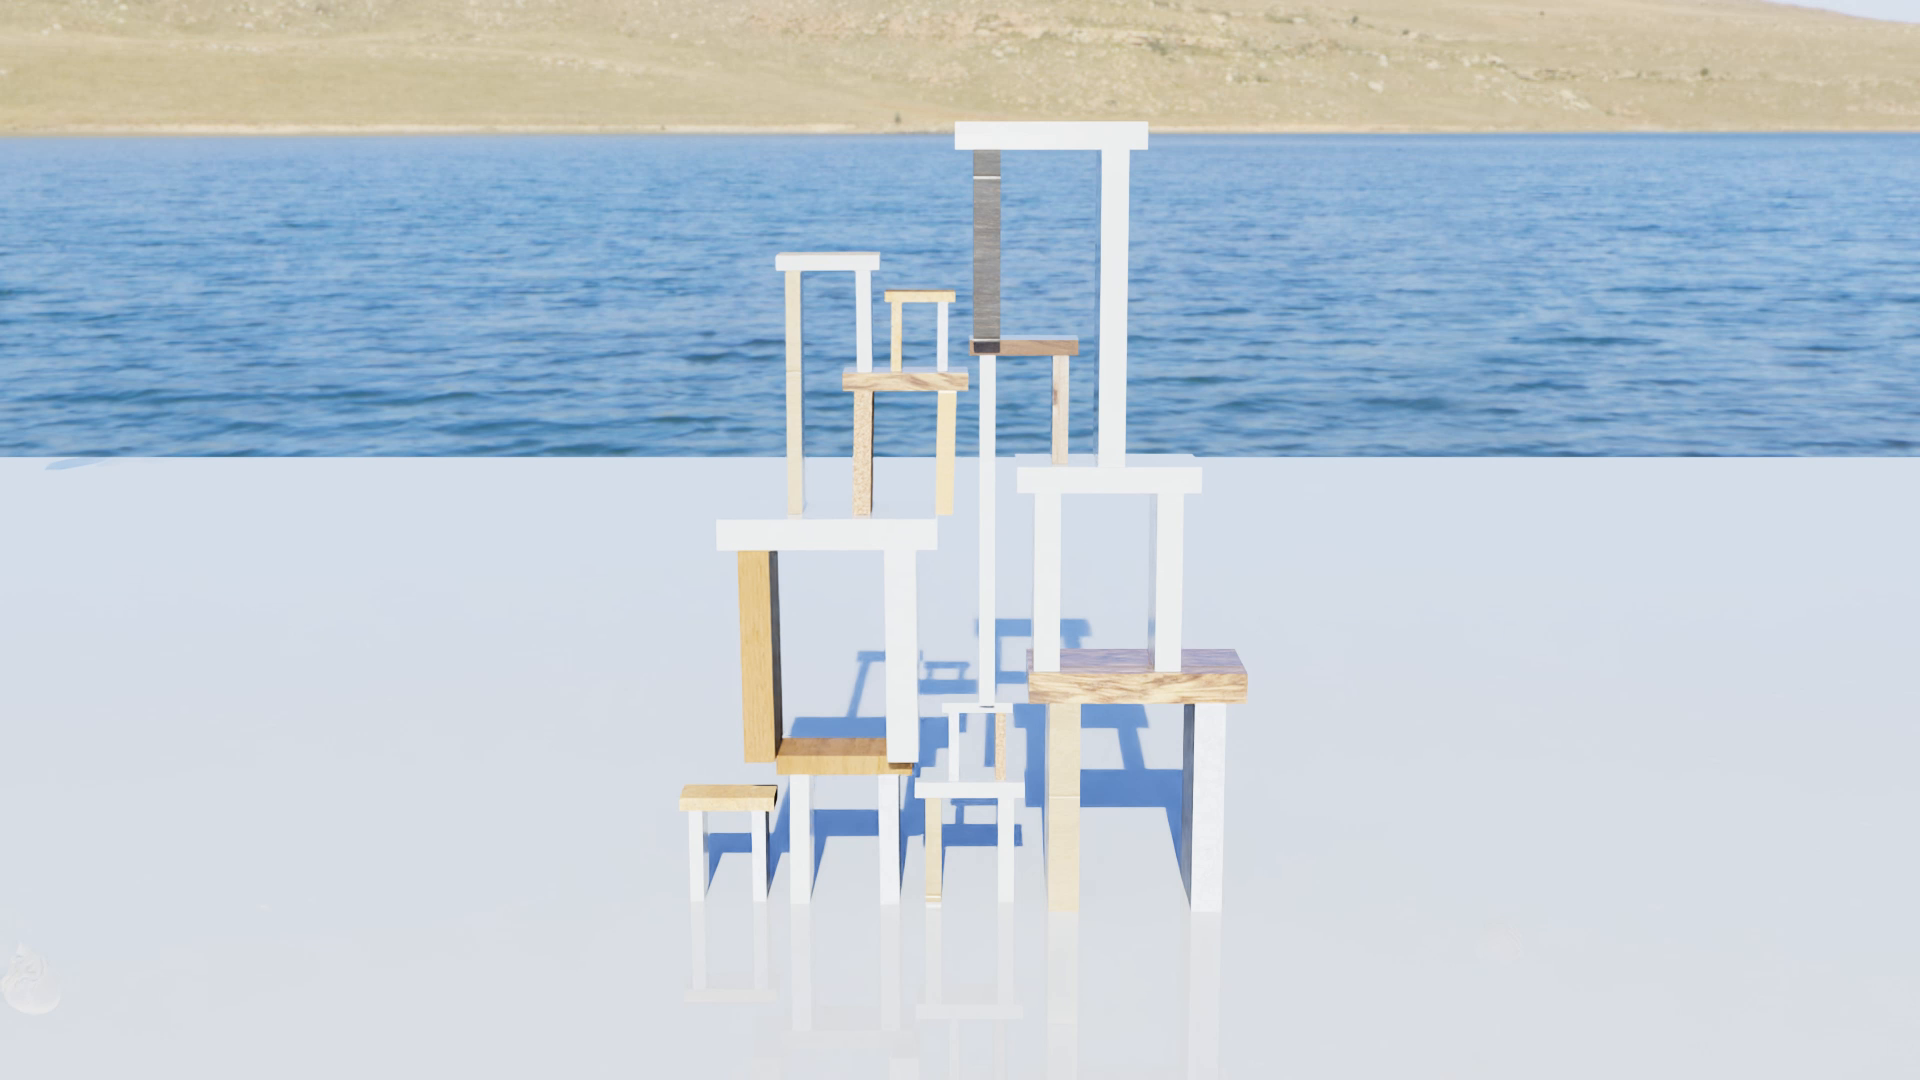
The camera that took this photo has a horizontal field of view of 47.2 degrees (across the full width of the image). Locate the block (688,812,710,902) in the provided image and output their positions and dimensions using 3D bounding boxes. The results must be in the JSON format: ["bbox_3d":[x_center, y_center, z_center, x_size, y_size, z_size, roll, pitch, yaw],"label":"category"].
[{"bbox_3d":[-0.434,0.513,3.657,0.022,0.155,0.077,0,11,0],"label":"block"}]

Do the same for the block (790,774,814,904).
[{"bbox_3d":[-0.262,0.480,3.653,0.031,0.221,0.111,0,11,0],"label":"block"}]

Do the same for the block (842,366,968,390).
[{"bbox_3d":[-0.087,-0.258,3.511,0.198,0.028,0.099,0,11,-1],"label":"block"}]

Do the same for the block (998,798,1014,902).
[{"bbox_3d":[0.076,0.501,3.656,0.025,0.179,0.090,0,11,0],"label":"block"}]

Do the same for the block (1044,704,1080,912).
[{"bbox_3d":[0.169,0.418,3.639,0.049,0.349,0.175,0,11,0],"label":"block"}]

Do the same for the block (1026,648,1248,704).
[{"bbox_3d":[0.285,0.222,3.602,0.349,0.049,0.175,0,11,0],"label":"block"}]

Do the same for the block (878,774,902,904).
[{"bbox_3d":[-0.116,0.480,3.652,0.031,0.221,0.111,0,11,0],"label":"block"}]

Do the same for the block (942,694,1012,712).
[{"bbox_3d":[0.028,0.268,3.611,0.114,0.016,0.057,0,11,0],"label":"block"}]

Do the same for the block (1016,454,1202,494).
[{"bbox_3d":[0.236,-0.107,3.536,0.291,0.041,0.145,0,11,0],"label":"block"}]

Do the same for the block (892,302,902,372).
[{"bbox_3d":[-0.101,-0.325,3.498,0.016,0.110,0.055,1,11,-1],"label":"block"}]

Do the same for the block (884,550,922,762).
[{"bbox_3d":[-0.093,0.171,3.589,0.049,0.347,0.174,0,11,1],"label":"block"}]

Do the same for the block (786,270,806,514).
[{"bbox_3d":[-0.262,-0.239,3.510,0.023,0.387,0.081,0,11,0],"label":"block"}]

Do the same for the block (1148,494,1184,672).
[{"bbox_3d":[0.333,0.056,3.566,0.041,0.291,0.145,0,11,0],"label":"block"}]

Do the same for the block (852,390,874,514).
[{"bbox_3d":[-0.155,-0.146,3.532,0.028,0.198,0.099,1,11,0],"label":"block"}]

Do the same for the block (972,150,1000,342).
[{"bbox_3d":[0.042,-0.467,3.470,0.042,0.295,0.148,0,11,0],"label":"block"}]

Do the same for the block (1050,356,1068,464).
[{"bbox_3d":[0.159,-0.213,3.521,0.024,0.173,0.086,0,11,0],"label":"block"}]

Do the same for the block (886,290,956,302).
[{"bbox_3d":[-0.063,-0.387,3.486,0.110,0.016,0.055,0,11,-1],"label":"block"}]

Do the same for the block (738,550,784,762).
[{"bbox_3d":[-0.325,0.171,3.589,0.049,0.347,0.174,-1,10,0],"label":"block"}]

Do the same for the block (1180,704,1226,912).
[{"bbox_3d":[0.402,0.418,3.639,0.049,0.349,0.175,0,11,0],"label":"block"}]

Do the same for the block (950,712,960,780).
[{"bbox_3d":[-0.010,0.332,3.623,0.016,0.114,0.057,0,11,0],"label":"block"}]

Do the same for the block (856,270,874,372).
[{"bbox_3d":[-0.152,-0.351,3.490,0.023,0.161,0.081,-1,11,-1],"label":"block"}]

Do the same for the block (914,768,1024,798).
[{"bbox_3d":[0.016,0.401,3.637,0.179,0.025,0.090,0,11,0],"label":"block"}]

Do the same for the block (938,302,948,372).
[{"bbox_3d":[-0.028,-0.325,3.499,0.016,0.110,0.055,1,11,-1],"label":"block"}]

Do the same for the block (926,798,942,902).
[{"bbox_3d":[-0.044,0.501,3.656,0.025,0.179,0.090,0,11,0],"label":"block"}]

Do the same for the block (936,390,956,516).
[{"bbox_3d":[-0.023,-0.146,3.533,0.028,0.198,0.099,2,11,0],"label":"block"}]

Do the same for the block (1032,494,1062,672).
[{"bbox_3d":[0.139,0.056,3.566,0.041,0.291,0.145,0,11,0],"label":"block"}]

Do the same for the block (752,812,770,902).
[{"bbox_3d":[-0.331,0.513,3.657,0.022,0.155,0.077,0,11,0],"label":"block"}]

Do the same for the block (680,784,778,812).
[{"bbox_3d":[-0.382,0.427,3.641,0.155,0.022,0.077,0,11,0],"label":"block"}]

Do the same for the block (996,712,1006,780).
[{"bbox_3d":[0.066,0.332,3.623,0.016,0.114,0.057,0,11,0],"label":"block"}]

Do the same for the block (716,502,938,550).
[{"bbox_3d":[-0.210,-0.024,3.551,0.347,0.049,0.174,0,11,0],"label":"block"}]

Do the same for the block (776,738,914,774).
[{"bbox_3d":[-0.188,0.356,3.628,0.221,0.031,0.111,0,11,0],"label":"block"}]

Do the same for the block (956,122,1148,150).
[{"bbox_3d":[0.140,-0.633,3.439,0.295,0.042,0.148,0,11,0],"label":"block"}]

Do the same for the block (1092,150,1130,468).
[{"bbox_3d":[0.239,-0.370,3.488,0.042,0.492,0.148,0,11,0],"label":"block"}]

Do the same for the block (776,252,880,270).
[{"bbox_3d":[-0.207,-0.440,3.470,0.161,0.023,0.081,0,11,0],"label":"block"}]

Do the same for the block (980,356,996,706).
[{"bbox_3d":[0.044,-0.019,3.557,0.024,0.568,0.086,0,11,0],"label":"block"}]

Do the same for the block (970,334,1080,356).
[{"bbox_3d":[0.101,-0.310,3.503,0.173,0.024,0.086,0,11,0],"label":"block"}]
